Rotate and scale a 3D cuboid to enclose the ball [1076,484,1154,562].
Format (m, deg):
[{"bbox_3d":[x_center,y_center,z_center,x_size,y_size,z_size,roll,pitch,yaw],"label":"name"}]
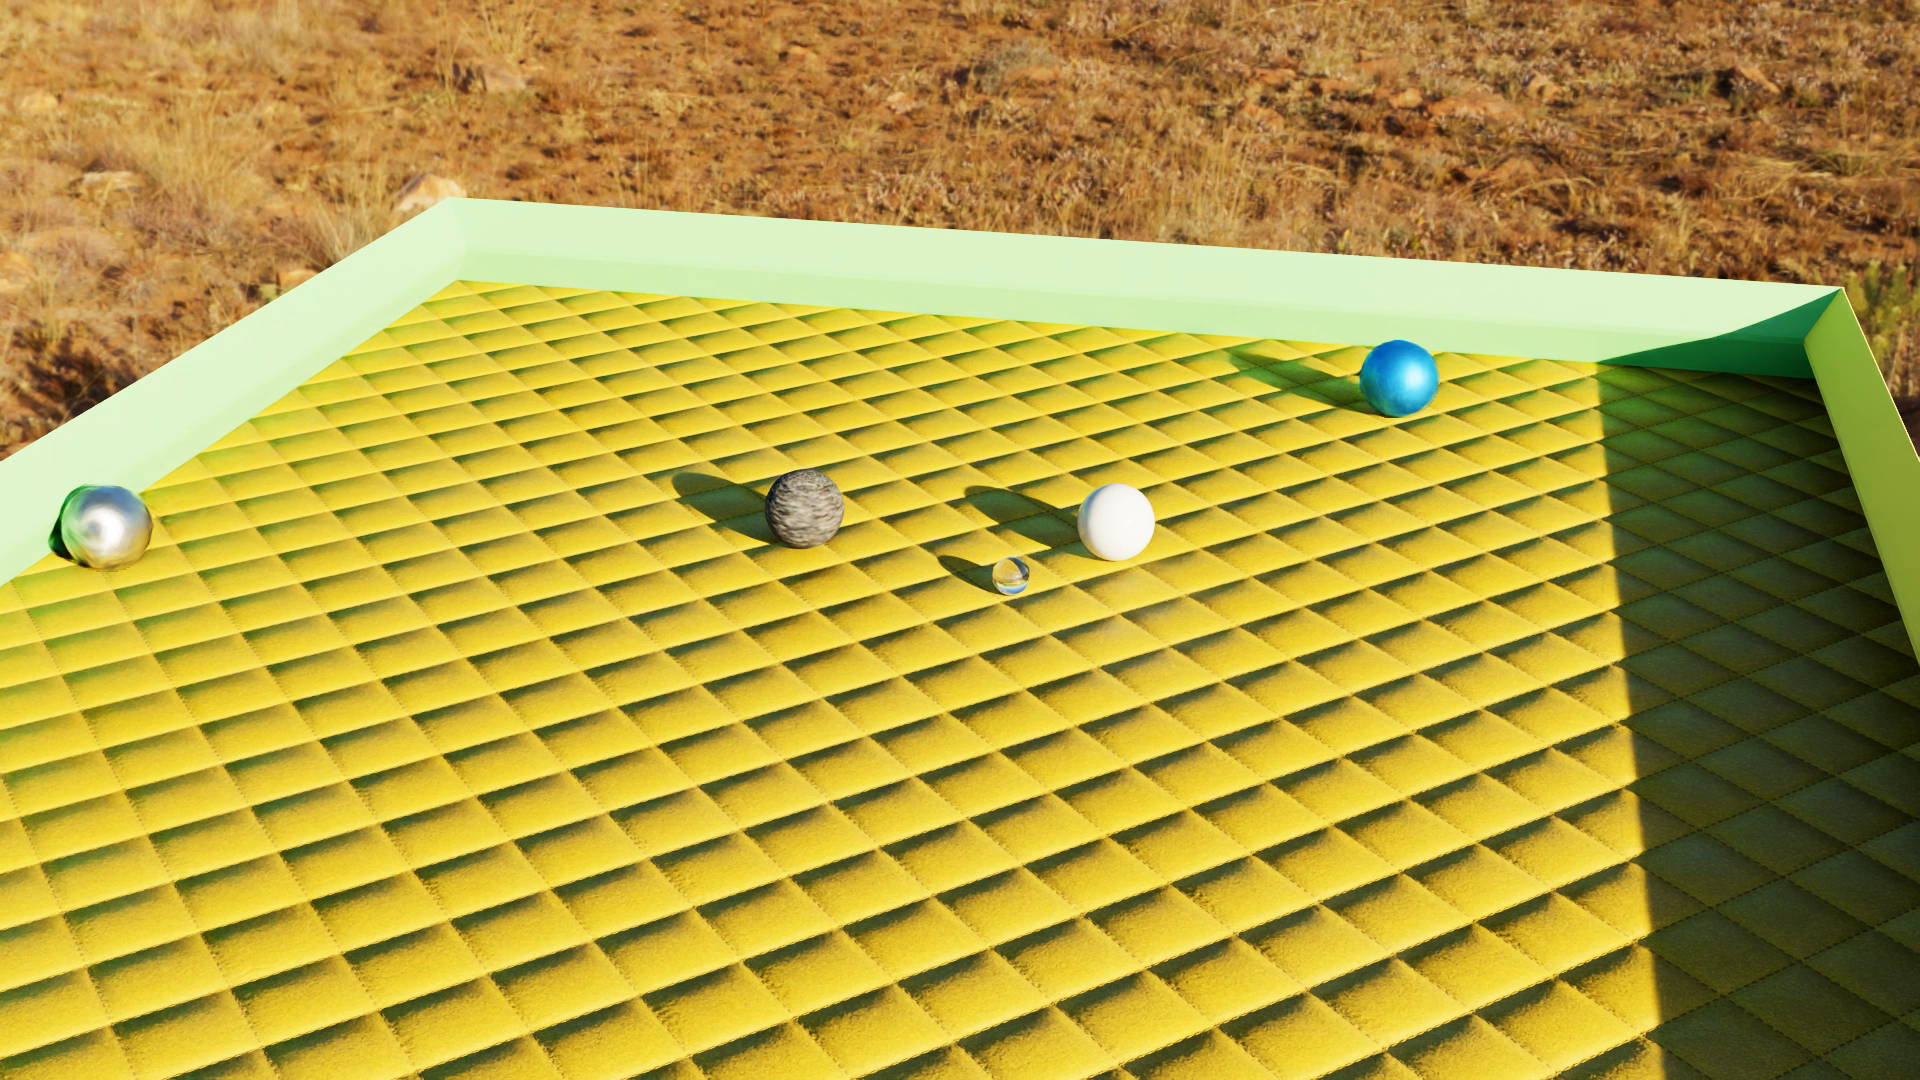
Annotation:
[{"bbox_3d":[0.172,-0.020,2.422,0.086,0.086,0.086,0,24,0],"label":"ball"}]

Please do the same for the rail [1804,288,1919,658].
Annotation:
[{"bbox_3d":[0.754,0.412,1.395,0.045,0.128,3.498,5,25,12],"label":"rail"}]

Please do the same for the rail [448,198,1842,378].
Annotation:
[{"bbox_3d":[0.193,-0.360,3.134,2.003,0.128,0.045,5,25,12],"label":"rail"}]

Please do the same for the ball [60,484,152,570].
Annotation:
[{"bbox_3d":[-0.931,-0.014,2.401,0.094,0.094,0.094,0,24,0],"label":"ball"}]

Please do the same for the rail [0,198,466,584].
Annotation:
[{"bbox_3d":[-1.151,0.232,1.801,0.045,0.128,3.498,5,25,12],"label":"rail"}]

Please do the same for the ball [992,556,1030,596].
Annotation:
[{"bbox_3d":[0.055,0.038,2.346,0.041,0.041,0.041,0,24,0],"label":"ball"}]

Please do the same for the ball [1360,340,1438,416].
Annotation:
[{"bbox_3d":[0.564,-0.208,2.830,0.099,0.099,0.099,0,24,0],"label":"ball"}]

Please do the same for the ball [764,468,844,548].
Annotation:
[{"bbox_3d":[-0.174,-0.035,2.453,0.089,0.089,0.089,0,24,0],"label":"ball"}]
